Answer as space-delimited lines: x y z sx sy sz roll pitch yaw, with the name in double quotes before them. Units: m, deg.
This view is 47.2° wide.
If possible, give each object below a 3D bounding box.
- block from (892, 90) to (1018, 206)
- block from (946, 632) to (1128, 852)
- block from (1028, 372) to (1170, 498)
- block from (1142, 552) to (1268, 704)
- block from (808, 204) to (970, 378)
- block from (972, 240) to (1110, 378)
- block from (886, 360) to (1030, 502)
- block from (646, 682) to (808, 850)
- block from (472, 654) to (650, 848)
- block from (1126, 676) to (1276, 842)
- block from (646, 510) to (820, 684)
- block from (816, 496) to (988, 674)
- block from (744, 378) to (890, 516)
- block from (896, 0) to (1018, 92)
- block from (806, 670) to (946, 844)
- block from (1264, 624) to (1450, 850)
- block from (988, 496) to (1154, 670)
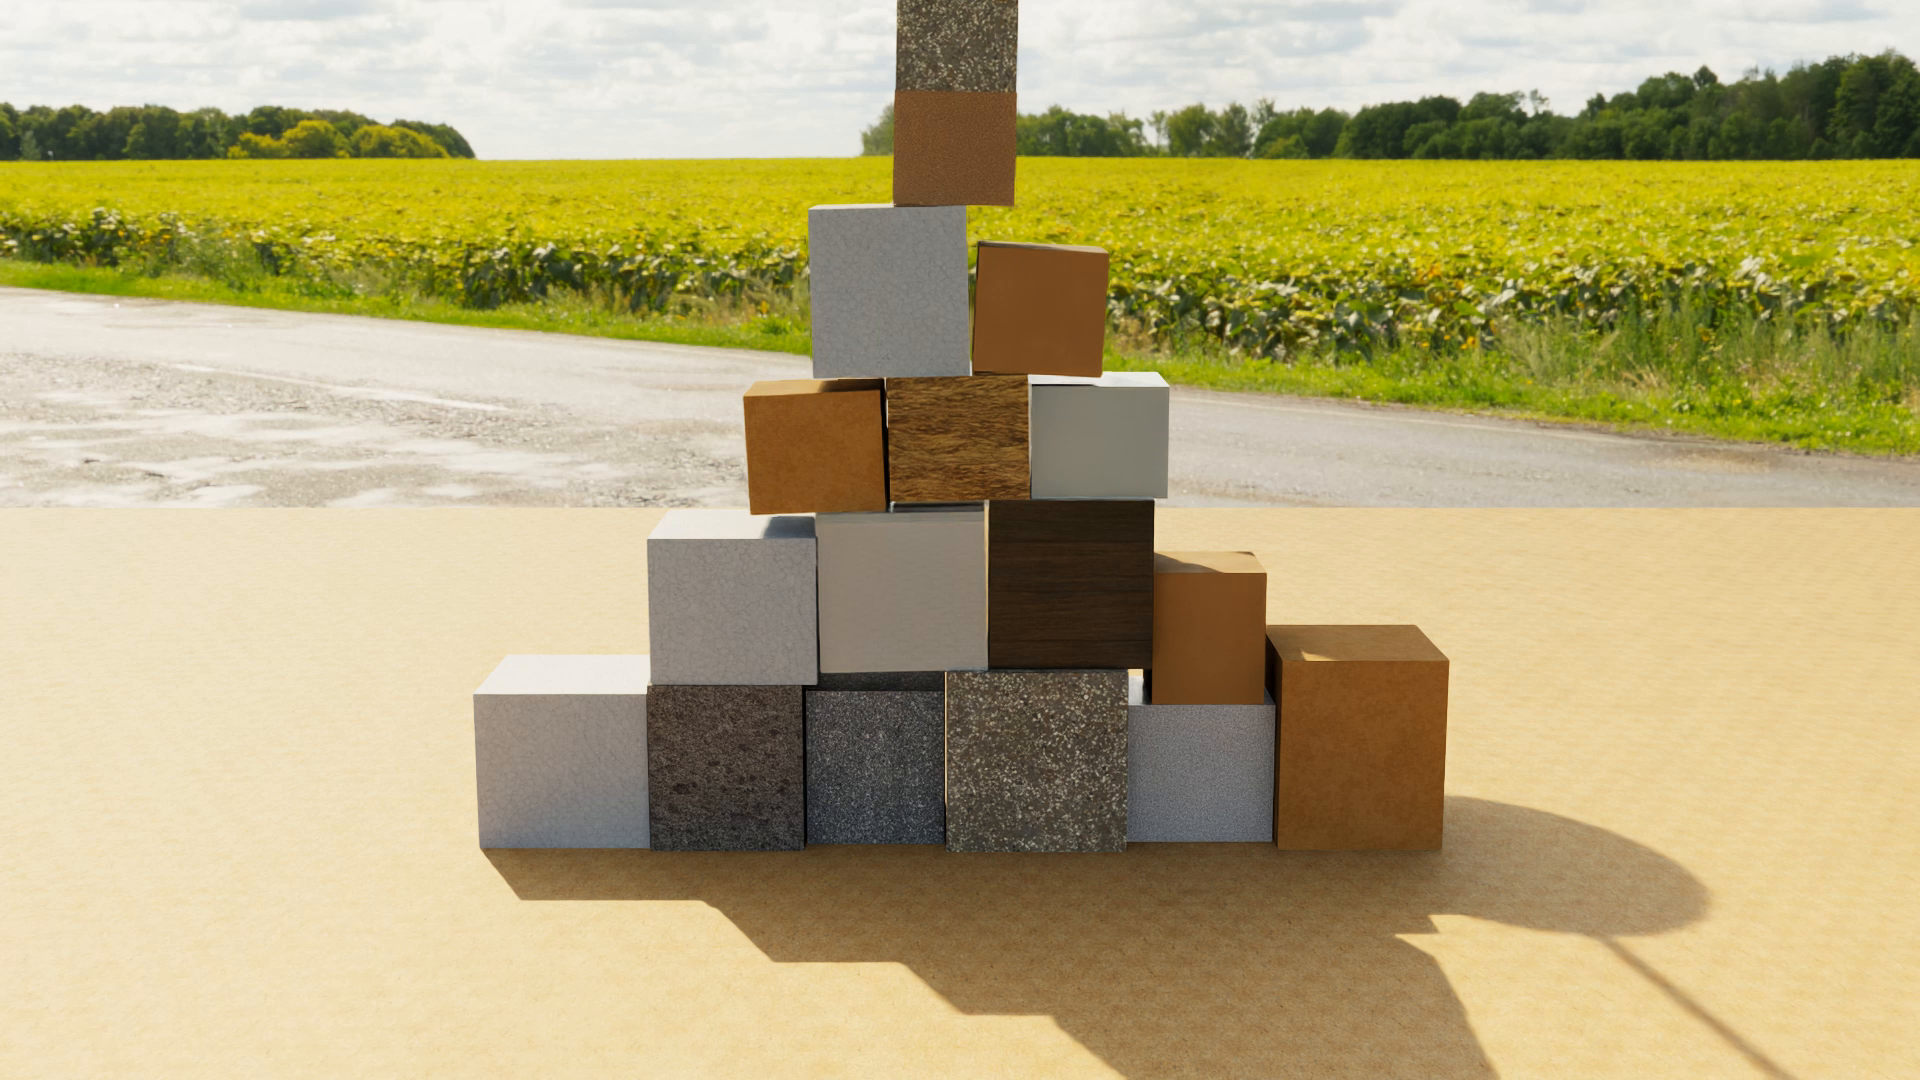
"block" -0.025 -1.931 10.841 0.588 0.537 0.553 1 10 0
"block" 0.382 1.024 11.373 0.900 0.917 0.944 0 10 0
"block" 0.687 -0.536 11.098 0.669 0.554 0.666 0 10 0
"block" 1.245 0.442 11.270 0.562 0.674 0.579 0 10 0
"block" -0.341 -1.255 10.960 0.763 0.817 0.676 -1 10 0
"block" 0.390 -1.159 10.963 0.629 0.605 0.647 3 10 -1
"block" -0.007 -0.561 11.094 0.685 0.610 0.749 -1 10 0
"block" -1.164 1.058 11.365 0.765 0.852 0.884 0 10 0
"block" -1.986 1.080 11.392 0.860 0.798 0.843 0 10 0
"block" 1.213 1.124 11.392 0.741 0.712 0.615 0 10 0
"block" -1.118 0.276 11.233 0.825 0.734 0.866 0 10 0
"block" -0.286 0.189 11.211 0.829 0.794 0.798 -1 10 0
"block" -0.711 -0.485 11.101 0.669 0.590 0.671 -3 10 0
"block" -0.013 -2.504 10.740 0.579 0.628 0.573 1 10 0
"block" -0.425 1.083 11.389 0.693 0.794 0.700 0 10 0
"block" 2.004 1.000 11.342 0.823 0.974 0.822 0 10 0
"block" 0.550 0.154 11.223 0.806 0.849 0.787 0 10 0
